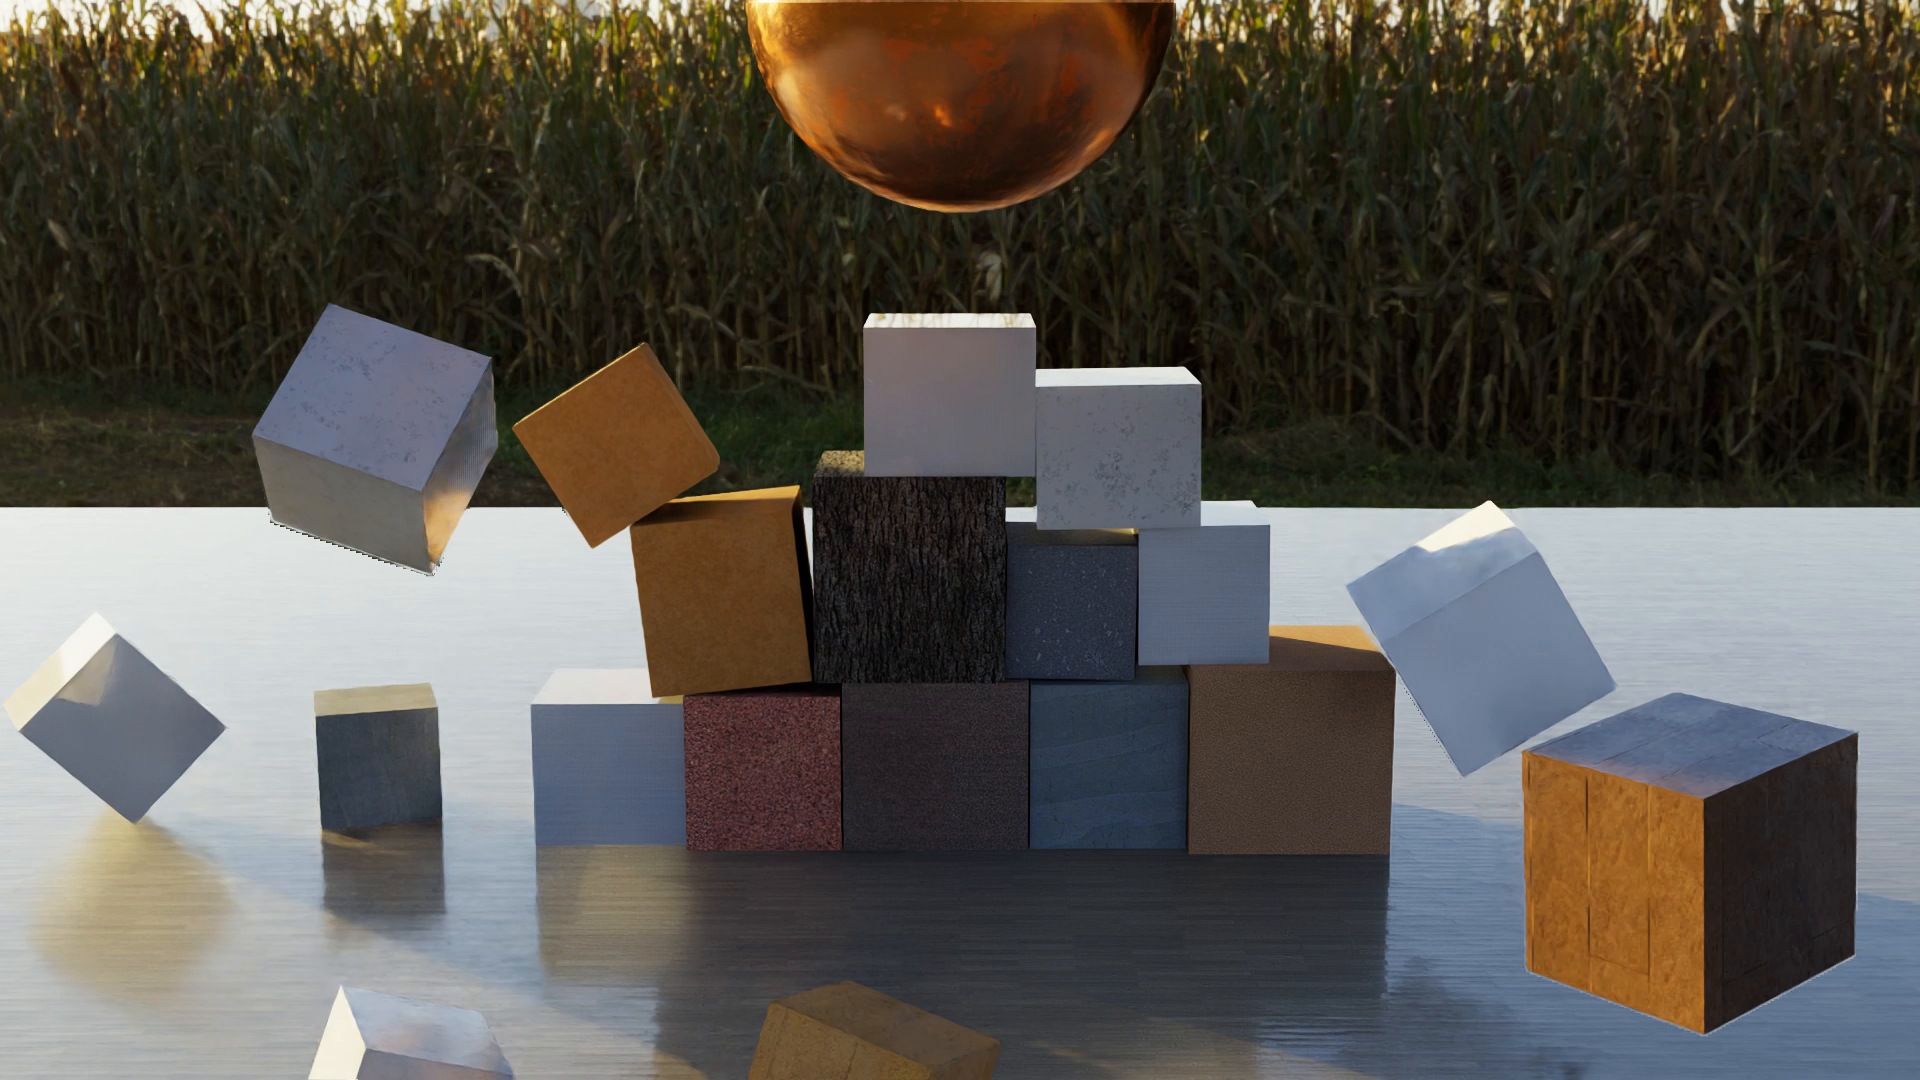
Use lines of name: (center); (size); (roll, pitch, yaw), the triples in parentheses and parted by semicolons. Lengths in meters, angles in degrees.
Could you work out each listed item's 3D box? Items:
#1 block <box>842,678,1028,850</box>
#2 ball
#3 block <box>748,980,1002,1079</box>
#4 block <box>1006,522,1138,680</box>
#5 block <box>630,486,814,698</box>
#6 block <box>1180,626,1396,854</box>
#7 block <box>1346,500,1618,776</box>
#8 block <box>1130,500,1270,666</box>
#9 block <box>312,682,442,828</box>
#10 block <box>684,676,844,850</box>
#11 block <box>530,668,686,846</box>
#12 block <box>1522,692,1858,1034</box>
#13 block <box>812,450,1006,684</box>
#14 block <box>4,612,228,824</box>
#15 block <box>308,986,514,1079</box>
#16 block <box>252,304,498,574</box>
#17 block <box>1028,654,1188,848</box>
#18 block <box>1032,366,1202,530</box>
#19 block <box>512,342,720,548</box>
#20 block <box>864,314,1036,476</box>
block: (-0.122, 1.049, 11.383); (0.922, 0.864, 0.906); (0, 10, 0)
ball: (0.000, -2.028, 8.194); (1.600, 1.600, 1.600); (0, 10, 0)
block: (-0.315, 1.822, 6.931); (0.571, 0.637, 0.594); (18, 2, 21)
block: (0.552, 0.300, 11.215); (0.644, 0.677, 0.661); (1, 10, 0)
block: (-1.184, 0.249, 11.228); (0.799, 0.866, 0.791); (-6, 10, 0)
block: (1.640, 1.012, 11.374); (0.999, 0.939, 1.021); (0, 10, 0)
block: (2.499, 0.462, 10.625); (0.828, 0.809, 0.813); (-32, 16, 8)
block: (1.206, 0.208, 11.211); (0.646, 0.699, 0.733); (-1, 10, 0)
block: (-3.090, 1.133, 11.656); (0.613, 0.600, 0.559); (-3, 11, -17)
block: (-0.981, 1.087, 11.376); (0.776, 0.791, 0.881); (0, 10, 0)
block: (-1.761, 1.111, 11.400); (0.764, 0.735, 0.748); (0, 10, 0)
block: (2.602, 1.117, 7.846); (0.885, 0.838, 0.747); (-14, 16, -35)
block: (-0.247, 0.118, 11.214); (0.942, 1.028, 0.923); (0, 10, 0)
block: (-4.446, 0.923, 11.561); (0.669, 0.756, 0.779); (-49, 26, -15)
block: (-1.858, 1.858, 7.327); (0.499, 0.487, 0.550); (18, 3, -26)
block: (-2.393, -0.412, 9.087); (0.708, 0.692, 0.663); (19, -32, 2)
block: (0.741, 1.057, 11.390); (0.785, 0.844, 0.860); (0, 10, 0)
block: (0.772, -0.473, 11.074); (0.800, 0.704, 0.800); (-1, 10, 0)
block: (-1.719, -0.492, 11.108); (0.732, 0.711, 0.676); (-32, 9, 0)
block: (-0.050, -0.739, 11.031); (0.829, 0.725, 0.838); (0, 10, 0)
